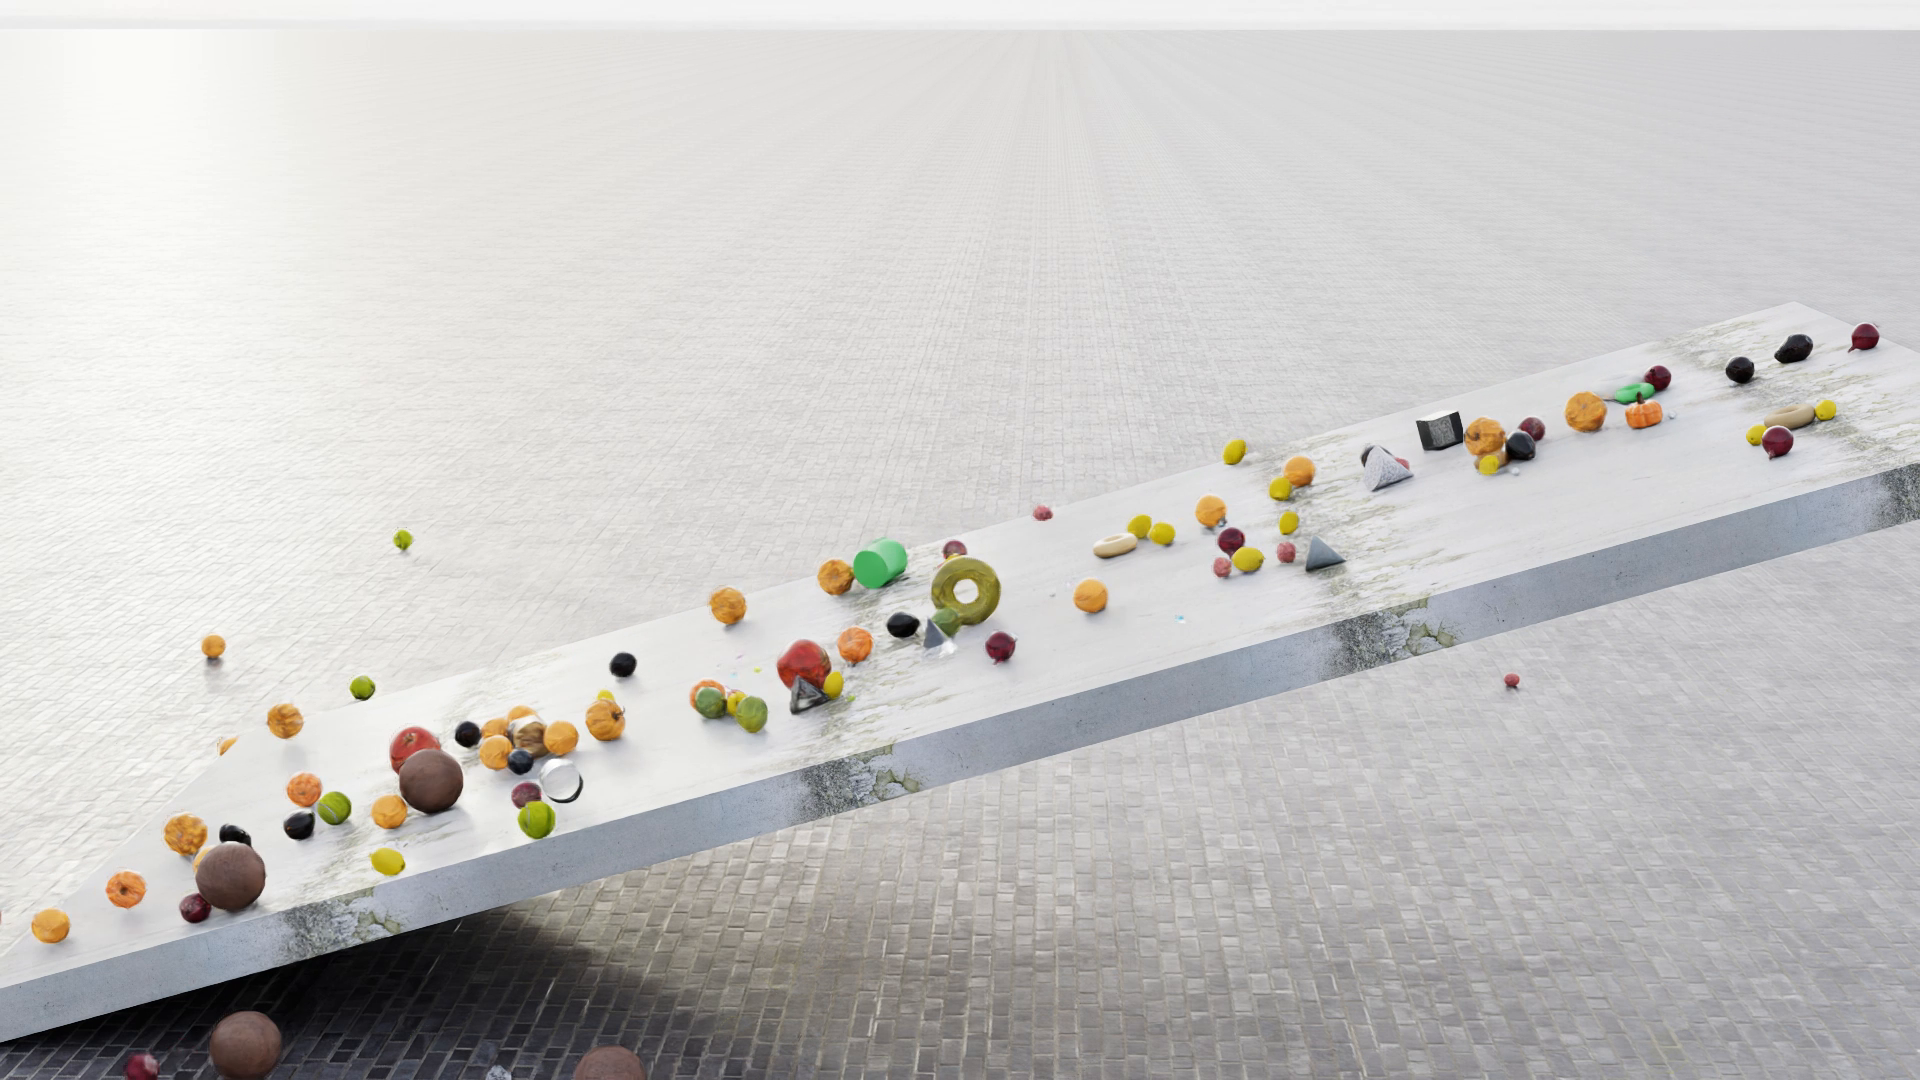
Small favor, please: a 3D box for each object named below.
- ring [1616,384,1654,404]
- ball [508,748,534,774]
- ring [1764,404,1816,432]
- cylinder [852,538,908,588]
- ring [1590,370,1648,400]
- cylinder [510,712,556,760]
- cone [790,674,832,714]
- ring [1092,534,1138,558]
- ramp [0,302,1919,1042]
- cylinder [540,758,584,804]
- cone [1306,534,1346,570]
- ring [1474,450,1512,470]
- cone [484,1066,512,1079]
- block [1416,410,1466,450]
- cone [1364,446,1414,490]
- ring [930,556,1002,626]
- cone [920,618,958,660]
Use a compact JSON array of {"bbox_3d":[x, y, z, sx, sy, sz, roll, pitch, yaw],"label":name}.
[{"bbox_3d":[1.491,-0.325,6.500,0.087,0.029,0.087,-15,11,3],"label":"ring"},{"bbox_3d":[-0.897,0.452,6.005,0.054,0.054,0.054,0,11,0],"label":"ball"},{"bbox_3d":[1.630,-0.240,5.777,0.102,0.034,0.102,-17,8,3],"label":"ring"},{"bbox_3d":[-0.188,0.055,6.941,0.095,0.095,0.095,6,20,29],"label":"cylinder"},{"bbox_3d":[1.481,-0.348,6.608,0.129,0.043,0.129,-15,10,3],"label":"ring"},{"bbox_3d":[-0.893,0.412,6.148,0.079,0.079,0.079,-4,24,-21],"label":"cylinder"},{"bbox_3d":[-0.290,0.312,5.842,0.080,0.080,0.080,9,9,-12],"label":"cone"},{"bbox_3d":[0.342,0.012,6.494,0.101,0.034,0.101,-15,10,3],"label":"ring"},{"bbox_3d":[0.088,0.188,6.322,4.000,0.100,2.000,-16,10,5],"label":"ramp"},{"bbox_3d":[-0.767,0.464,5.658,0.076,0.076,0.076,-3,6,-14],"label":"cylinder"},{"bbox_3d":[0.720,0.033,5.750,0.074,0.074,0.074,14,13,11],"label":"cone"},{"bbox_3d":[1.128,-0.168,6.226,0.080,0.027,0.080,-15,10,3],"label":"ring"},{"bbox_3d":[-0.847,0.986,5.244,0.077,0.077,0.077,-25,1,22],"label":"cone"},{"bbox_3d":[1.081,-0.246,6.612,0.071,0.071,0.071,-20,10,-21],"label":"block"},{"bbox_3d":[0.940,-0.147,6.369,0.098,0.098,0.098,9,8,-15],"label":"cone"},{"bbox_3d":[0.013,0.107,6.169,0.148,0.148,0.049,0,8,-2],"label":"ring"},{"bbox_3d":[-0.053,0.194,5.986,0.080,0.080,0.080,-16,10,3],"label":"cone"}]
